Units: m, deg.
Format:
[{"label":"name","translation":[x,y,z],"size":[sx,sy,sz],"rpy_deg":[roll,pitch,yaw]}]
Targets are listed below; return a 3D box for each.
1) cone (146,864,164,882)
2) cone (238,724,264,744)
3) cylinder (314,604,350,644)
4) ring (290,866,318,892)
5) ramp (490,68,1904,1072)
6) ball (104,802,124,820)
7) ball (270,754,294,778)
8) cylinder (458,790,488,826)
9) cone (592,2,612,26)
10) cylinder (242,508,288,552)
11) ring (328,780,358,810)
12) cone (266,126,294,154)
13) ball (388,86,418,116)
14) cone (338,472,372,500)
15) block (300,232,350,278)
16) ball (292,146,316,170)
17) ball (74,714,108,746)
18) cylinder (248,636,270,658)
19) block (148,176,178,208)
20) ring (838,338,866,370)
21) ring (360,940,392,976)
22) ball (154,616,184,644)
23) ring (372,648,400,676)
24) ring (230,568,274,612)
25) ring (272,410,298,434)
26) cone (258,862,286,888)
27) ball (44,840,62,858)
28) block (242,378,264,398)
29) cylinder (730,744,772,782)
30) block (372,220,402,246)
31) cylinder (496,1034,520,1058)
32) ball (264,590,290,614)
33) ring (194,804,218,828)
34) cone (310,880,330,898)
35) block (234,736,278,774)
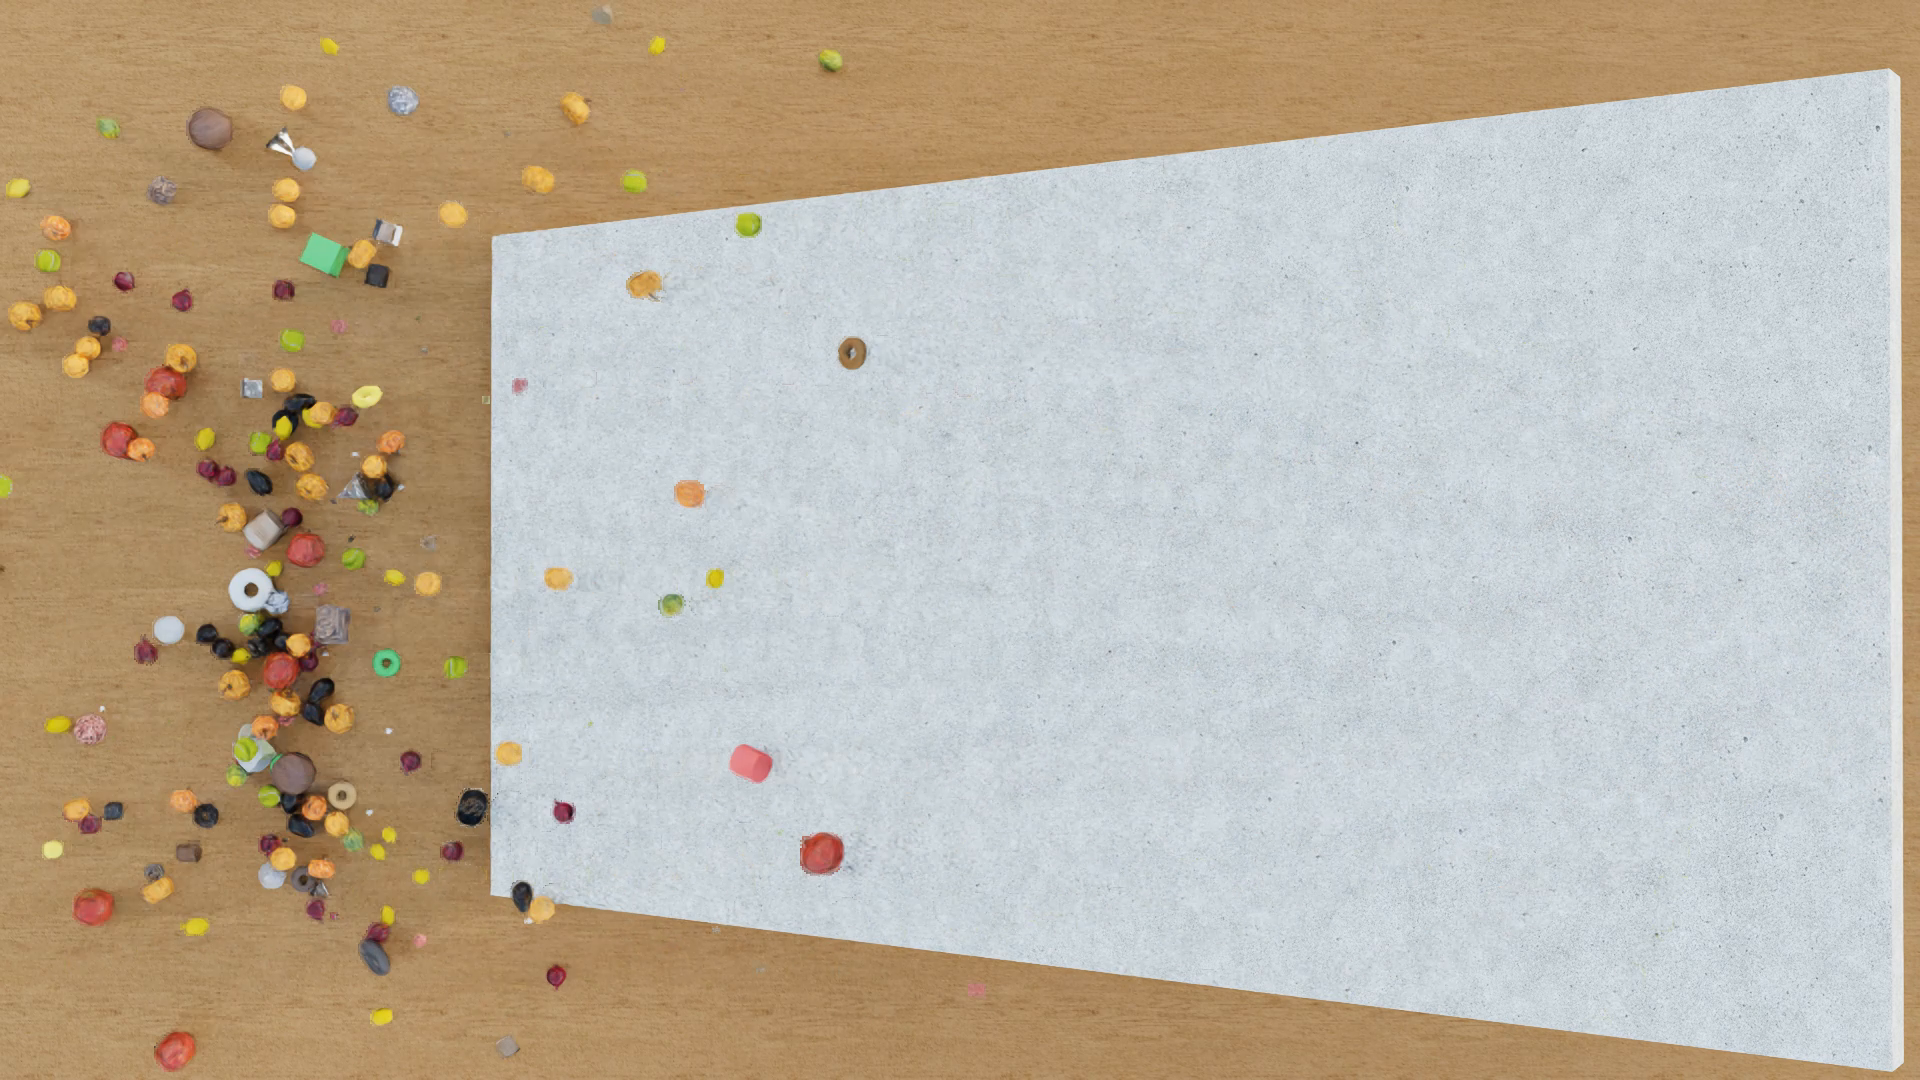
[{"label":"cone","translation":[-2.472,1.019,6.717],"size":[0.057,0.057,0.057],"rpy_deg":[0,87,7]},{"label":"cone","translation":[-2.176,0.604,6.712],"size":[0.082,0.082,0.082],"rpy_deg":[0,90,0]},{"label":"cylinder","translation":[-1.898,0.256,6.649],"size":[0.100,0.100,0.100],"rpy_deg":[-1,73,0]},{"label":"ring","translation":[-2.009,1.039,6.736],"size":[0.081,0.027,0.081],"rpy_deg":[0,89,0]},{"label":"ramp","translation":[0.245,0.068,5.570],"size":[4.000,0.100,2.000],"rpy_deg":[0,89,35]},{"label":"ball","translation":[-2.588,0.827,6.723],"size":[0.056,0.056,0.056],"rpy_deg":[0,90,0]},{"label":"ball","translation":[-2.071,0.690,6.717],"size":[0.070,0.070,0.070],"rpy_deg":[0,90,0]},{"label":"cylinder","translation":[-1.461,0.801,6.589],"size":[0.078,0.078,0.078],"rpy_deg":[11,51,-15]},{"label":"cone","translation":[-1.086,-1.629,6.755],"size":[0.065,0.065,0.065],"rpy_deg":[21,64,0]},{"label":"cylinder","translation":[-2.122,-0.030,6.711],"size":[0.094,0.094,0.094],"rpy_deg":[-39,90,0]},{"label":"ring","translation":[-1.891,0.781,6.733],"size":[0.089,0.030,0.089],"rpy_deg":[0,95,-5]},{"label":"cone","translation":[-2.066,-1.206,6.741],"size":[0.086,0.086,0.086],"rpy_deg":[-45,110,0]},{"label":"ball","translation":[-1.703,-1.345,6.723],"size":[0.090,0.090,0.090],"rpy_deg":[0,90,0]},{"label":"cone","translation":[-1.854,-0.147,6.687],"size":[0.091,0.091,0.091],"rpy_deg":[-24,90,0]},{"label":"block","translation":[-1.938,-0.870,6.717],"size":[0.094,0.094,0.094],"rpy_deg":[25,90,1]},{"label":"ball","translation":[-2.003,-1.165,6.713],"size":[0.070,0.070,0.070],"rpy_deg":[0,90,0]},{"label":"ball","translation":[-2.650,0.579,6.705],"size":[0.095,0.095,0.095],"rpy_deg":[0,90,0]},{"label":"cylinder","translation":[-2.145,0.328,6.727],"size":[0.055,0.055,0.055],"rpy_deg":[-20,90,0]},{"label":"block","translation":[-2.434,-1.064,6.713],"size":[0.058,0.058,0.058],"rpy_deg":[30,48,-34]},{"label":"ring","translation":[-0.287,-0.497,5.867],"size":[0.089,0.030,0.089],"rpy_deg":[-1,88,36]},{"label":"ring","translation":[-1.778,1.271,6.693],"size":[0.042,0.126,0.126],"rpy_deg":[-35,90,-34]},{"label":"ball","translation":[-2.407,0.273,6.693],"size":[0.087,0.087,0.087],"rpy_deg":[0,90,0]},{"label":"ring","translation":[-1.757,0.376,6.740],"size":[0.087,0.029,0.087],"rpy_deg":[0,92,2]},{"label":"ring","translation":[-2.170,0.153,6.735],"size":[0.134,0.045,0.134],"rpy_deg":[0,90,-1]},{"label":"ring","translation":[-2.071,-0.362,6.747],"size":[0.080,0.027,0.080],"rpy_deg":[0,90,2]},{"label":"cone","translation":[-2.112,1.029,6.707],"size":[0.084,0.084,0.084],"rpy_deg":[0,90,0]},{"label":"ball","translation":[-2.773,0.946,6.723],"size":[0.055,0.055,0.055],"rpy_deg":[0,90,0]},{"label":"block","translation":[-2.151,-0.460,6.690],"size":[0.054,0.054,0.054],"rpy_deg":[1,89,-24]},{"label":"cylinder","translation":[-0.573,0.611,6.027],"size":[0.082,0.082,0.082],"rpy_deg":[21,89,33]},{"label":"block","translation":[-1.746,-0.937,6.705],"size":[0.061,0.061,0.061],"rpy_deg":[18,91,8]},{"label":"cylinder","translation":[-1.381,1.547,6.719],"size":[0.054,0.054,0.054],"rpy_deg":[-32,90,0]},{"label":"ball","translation":[-2.082,0.189,6.700],"size":[0.076,0.076,0.076],"rpy_deg":[0,90,0]},{"label":"ring","translation":[-2.310,0.845,6.738],"size":[0.077,0.026,0.077],"rpy_deg":[0,91,3]},{"label":"cone","translation":[-1.945,1.077,6.713],"size":[0.057,0.057,0.057],"rpy_deg":[39,90,-15]},{"label":"block","translation":[-2.142,0.653,6.685],"size":[0.074,0.074,0.074],"rpy_deg":[44,103,13]}]
